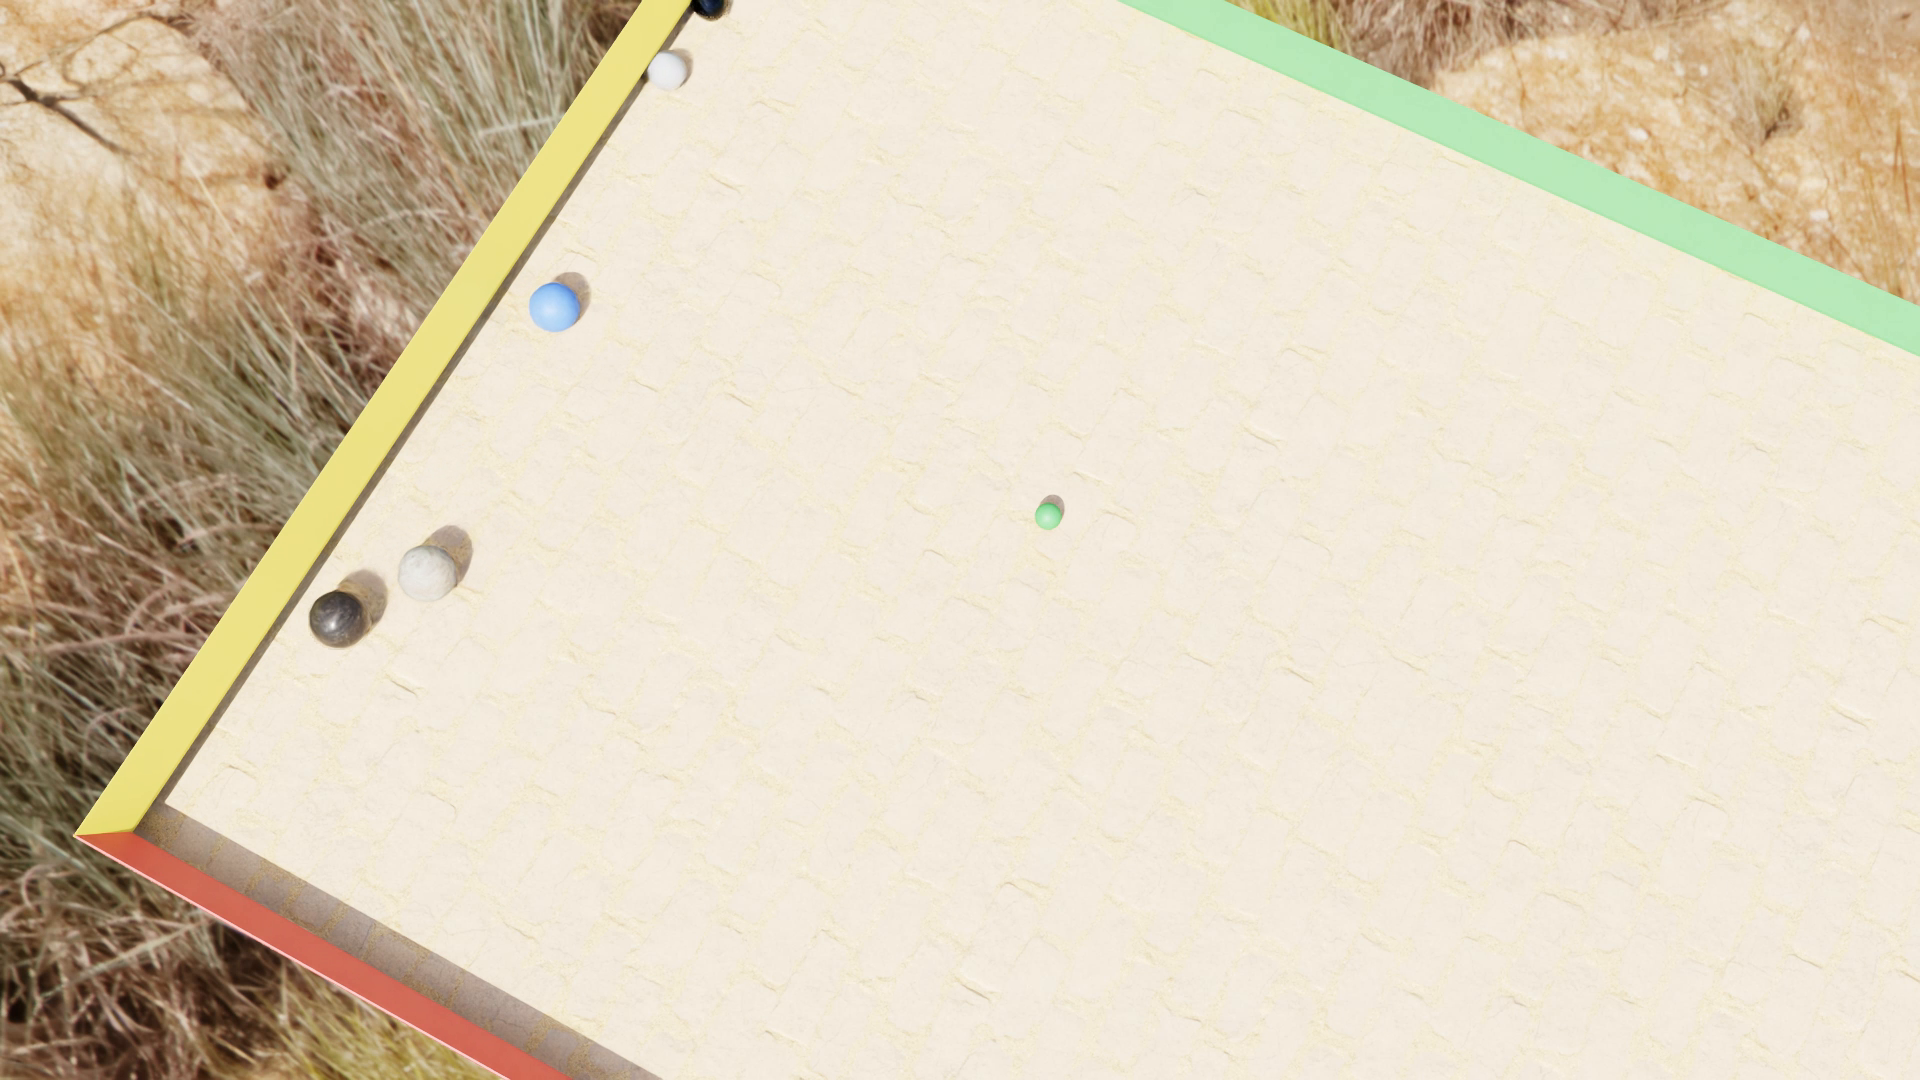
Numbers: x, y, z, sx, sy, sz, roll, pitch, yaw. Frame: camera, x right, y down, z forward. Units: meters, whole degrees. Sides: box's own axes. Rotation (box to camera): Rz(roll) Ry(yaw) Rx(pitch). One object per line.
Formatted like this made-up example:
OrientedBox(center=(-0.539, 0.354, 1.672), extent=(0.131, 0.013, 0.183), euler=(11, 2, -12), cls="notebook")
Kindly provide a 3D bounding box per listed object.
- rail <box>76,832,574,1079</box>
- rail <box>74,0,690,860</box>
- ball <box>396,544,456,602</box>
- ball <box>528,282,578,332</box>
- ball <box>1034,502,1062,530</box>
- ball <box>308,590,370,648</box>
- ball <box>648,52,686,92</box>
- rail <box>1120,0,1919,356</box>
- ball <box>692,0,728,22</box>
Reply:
OrientedBox(center=(0.332, 1.231, 2.965), extent=(3.649, 0.119, 0.045), euler=(26, 72, 9), cls="rail")
OrientedBox(center=(-0.786, -0.398, 3.576), extent=(0.045, 0.119, 2.078), euler=(26, 72, 9), cls="rail")
OrientedBox(center=(-0.830, 0.052, 3.423), extent=(0.090, 0.090, 0.090), euler=(0, 69, 0), cls="ball")
OrientedBox(center=(-0.663, -0.380, 3.590), extent=(0.081, 0.081, 0.081), euler=(0, 69, 0), cls="ball")
OrientedBox(center=(0.140, -0.037, 3.482), extent=(0.043, 0.043, 0.043), euler=(0, 69, 0), cls="ball")
OrientedBox(center=(-0.958, 0.122, 3.396), extent=(0.091, 0.091, 0.091), euler=(0, 69, 0), cls="ball")
OrientedBox(center=(-0.501, -0.800, 3.756), extent=(0.066, 0.066, 0.066), euler=(0, 69, 0), cls="ball")
OrientedBox(center=(1.281, -0.450, 3.595), extent=(3.649, 0.119, 0.045), euler=(26, 72, 9), cls="rail")
OrientedBox(center=(-0.433, -0.929, 3.806), extent=(0.062, 0.062, 0.062), euler=(0, 69, 0), cls="ball")
